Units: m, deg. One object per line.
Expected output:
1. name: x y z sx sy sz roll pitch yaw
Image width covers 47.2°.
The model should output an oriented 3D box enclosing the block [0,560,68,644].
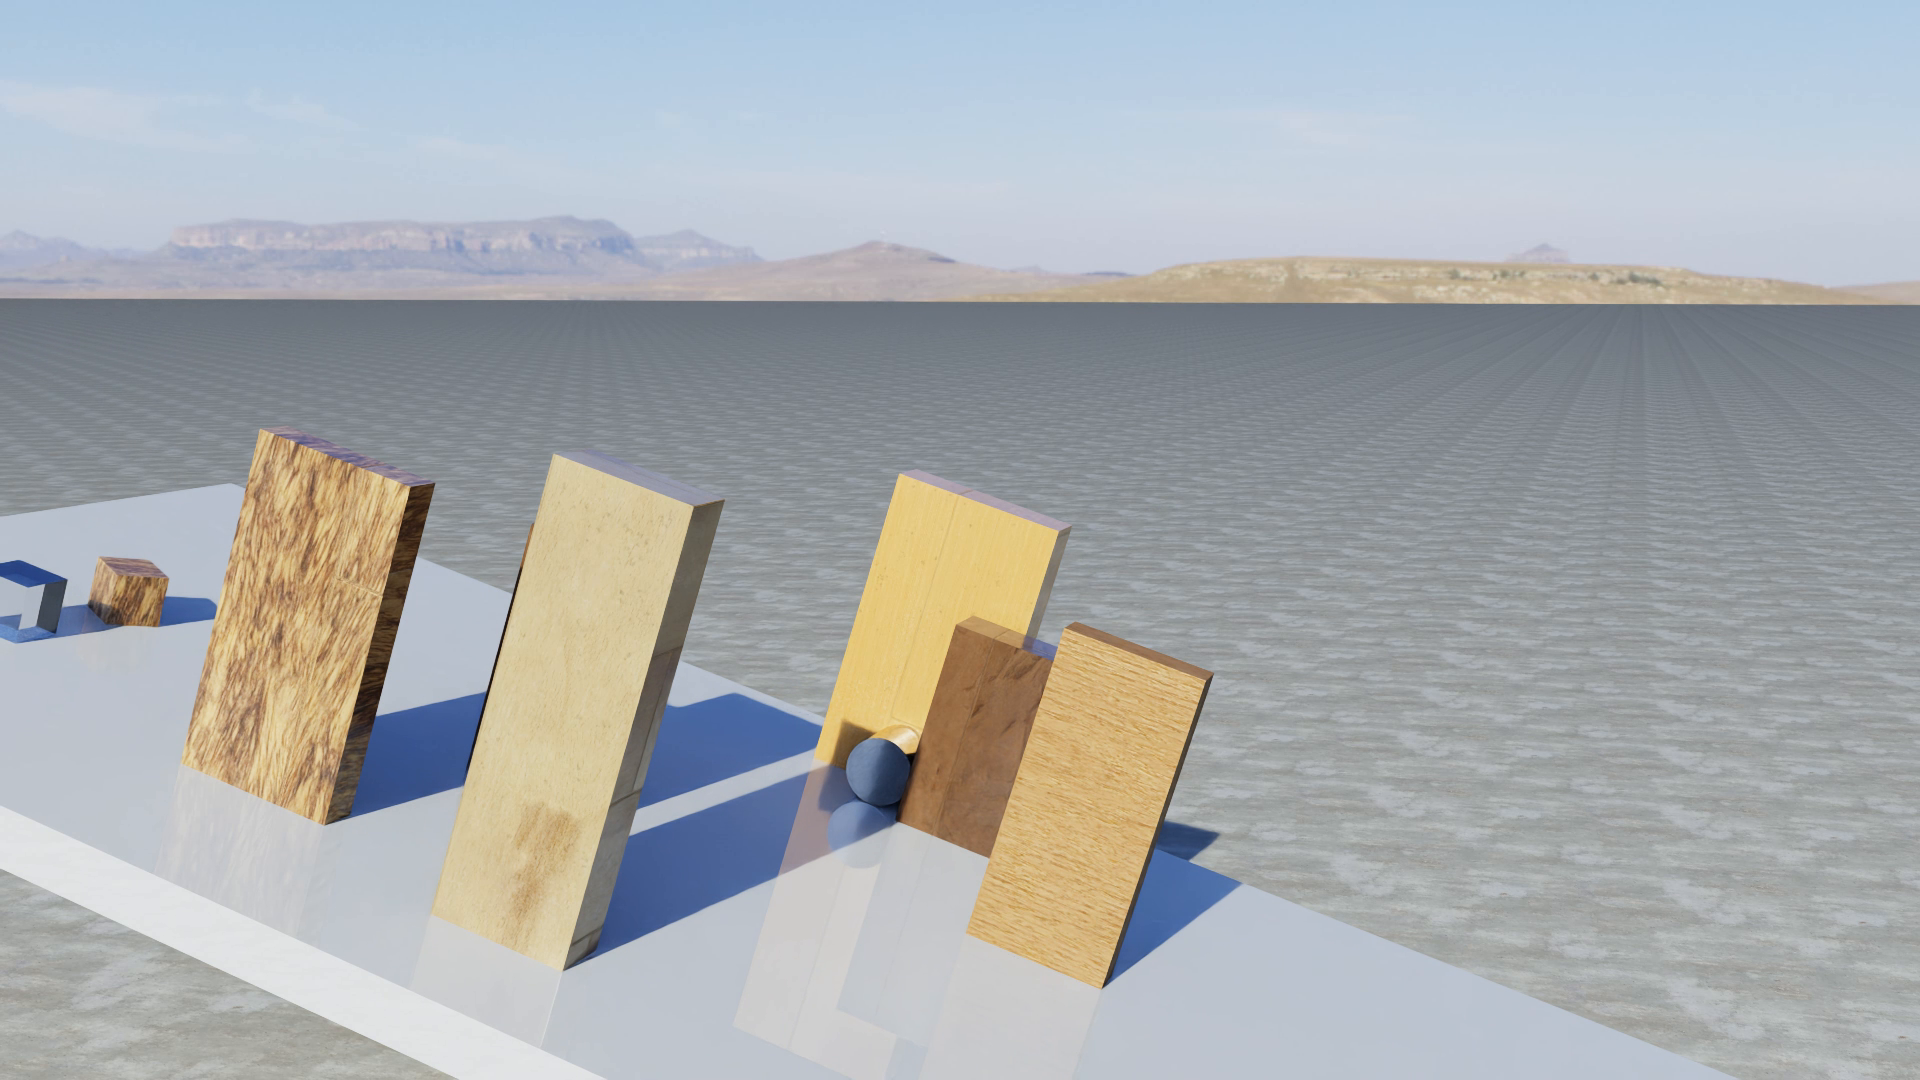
1. block: -1.813 0.118 4.231 0.114 0.114 0.114 20 12 13

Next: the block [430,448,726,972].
1. block: -0.619 0.273 3.539 0.249 0.797 0.121 20 12 14

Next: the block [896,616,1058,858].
1. block: 0.066 0.425 4.675 0.266 0.451 0.129 20 12 14

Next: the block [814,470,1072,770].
1. block: -0.041 0.228 4.874 0.377 0.676 0.119 20 12 14

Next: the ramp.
1. ramp: -0.360 0.683 4.228 4.000 0.100 2.000 20 12 14

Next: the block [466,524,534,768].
1. block: -0.735 0.249 4.205 0.290 0.505 0.092 20 12 14

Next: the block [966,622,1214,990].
1. block: 0.242 0.499 4.141 0.280 0.629 0.084 20 12 14

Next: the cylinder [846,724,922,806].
1. cylinder: -0.153 0.490 4.799 0.149 0.149 0.149 2 7 17

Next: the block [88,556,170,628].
1. block: -1.693 0.106 4.477 0.107 0.107 0.107 6 16 -44

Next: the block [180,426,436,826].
1. block: -1.133 0.148 3.811 0.301 0.622 0.081 20 12 14
